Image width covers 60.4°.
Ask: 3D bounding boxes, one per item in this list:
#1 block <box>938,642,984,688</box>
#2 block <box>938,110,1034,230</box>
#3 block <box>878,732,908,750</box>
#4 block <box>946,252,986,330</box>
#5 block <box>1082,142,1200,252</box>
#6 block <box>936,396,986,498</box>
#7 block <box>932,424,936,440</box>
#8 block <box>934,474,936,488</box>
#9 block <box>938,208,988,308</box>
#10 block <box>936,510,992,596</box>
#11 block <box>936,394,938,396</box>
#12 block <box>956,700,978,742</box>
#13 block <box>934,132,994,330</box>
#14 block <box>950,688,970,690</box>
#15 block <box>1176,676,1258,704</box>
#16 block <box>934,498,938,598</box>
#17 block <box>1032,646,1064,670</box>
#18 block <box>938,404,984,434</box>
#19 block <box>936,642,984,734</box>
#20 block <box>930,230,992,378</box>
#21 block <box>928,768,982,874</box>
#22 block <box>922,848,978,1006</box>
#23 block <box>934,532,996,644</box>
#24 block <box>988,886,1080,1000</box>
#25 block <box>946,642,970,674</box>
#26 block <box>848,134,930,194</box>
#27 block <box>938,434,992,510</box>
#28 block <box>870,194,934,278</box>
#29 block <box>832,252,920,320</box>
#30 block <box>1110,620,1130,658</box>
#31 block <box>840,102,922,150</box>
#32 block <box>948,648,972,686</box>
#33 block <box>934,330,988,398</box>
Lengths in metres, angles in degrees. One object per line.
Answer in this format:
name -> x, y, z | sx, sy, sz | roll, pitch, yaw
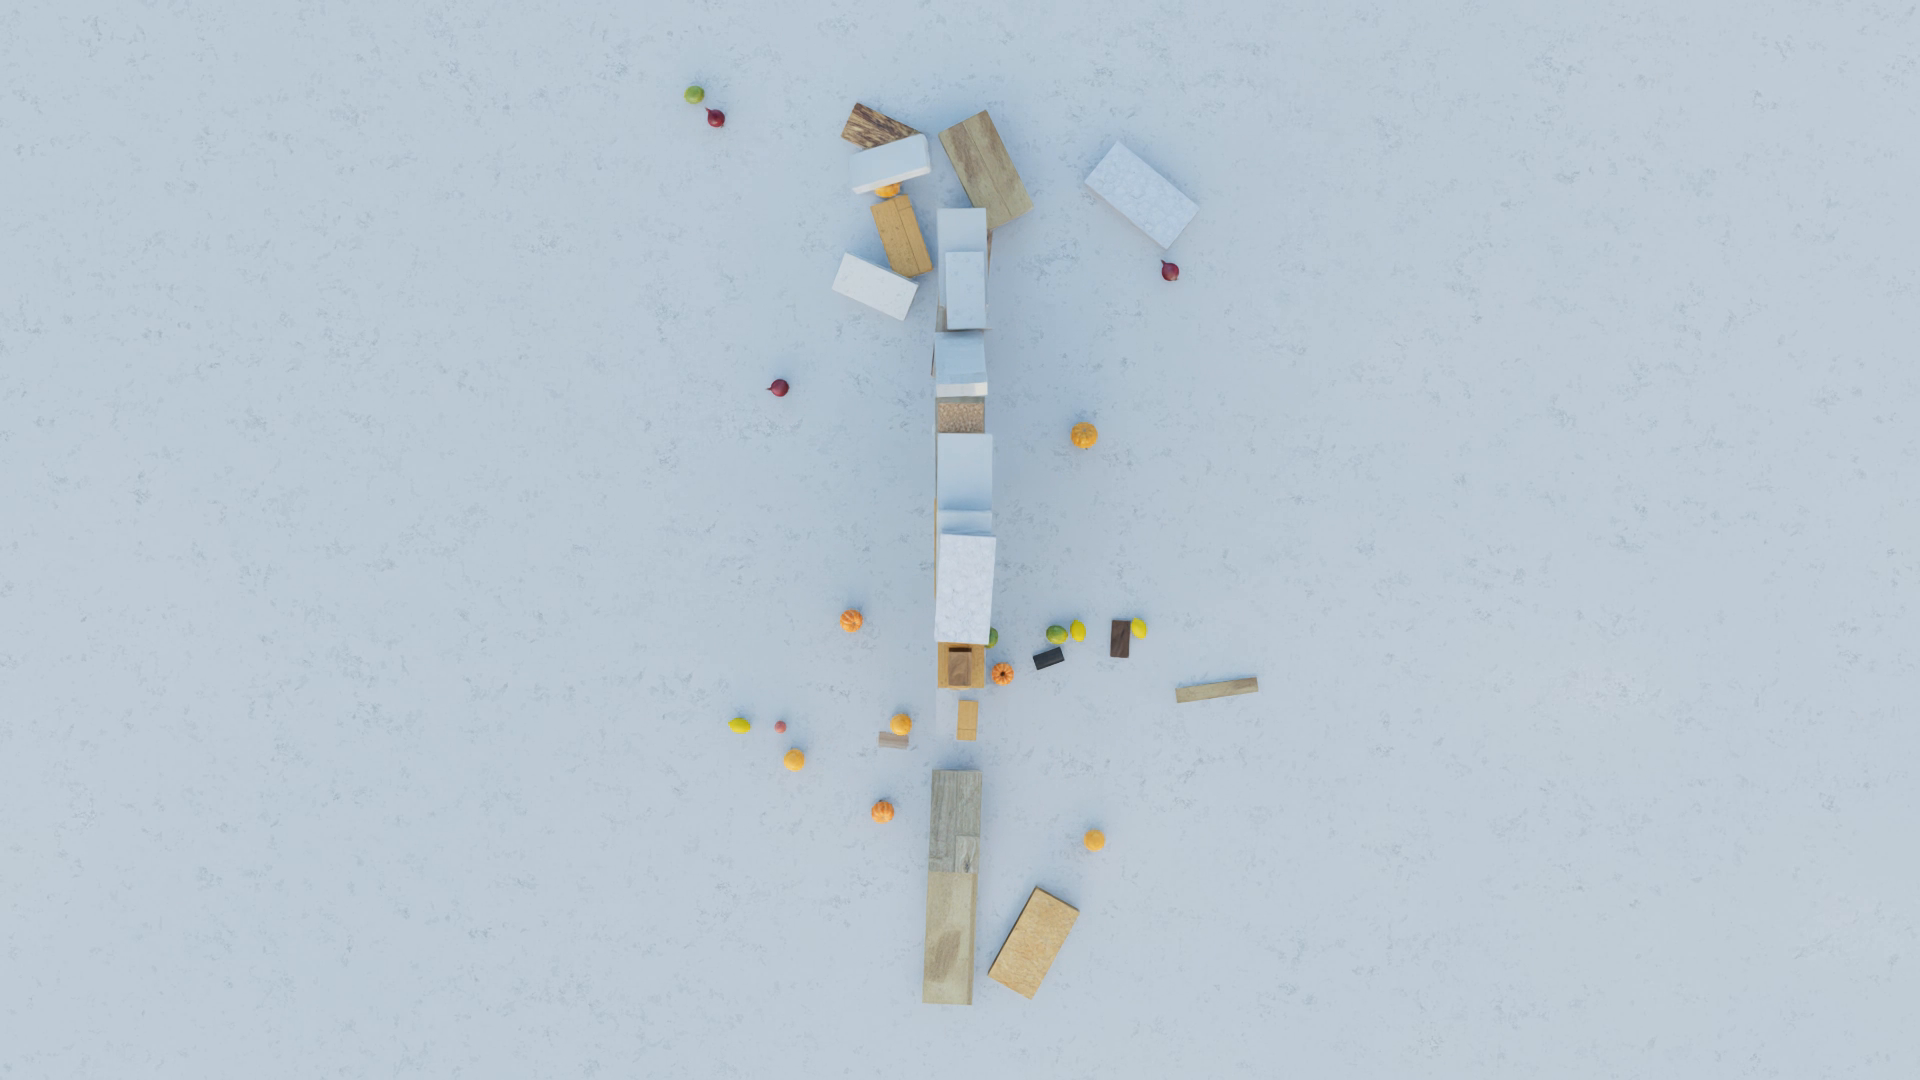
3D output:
block -> 0.003, 0.298, 4.873 | 0.138, 0.039, 0.276 | 0, 90, 0
block -> 0.085, -1.212, 5.425 | 0.177, 0.050, 0.354 | -26, 90, 0
block -> -0.222, 0.669, 5.493 | 0.098, 0.014, 0.049 | 6, 90, 0
block -> 0.018, -0.805, 5.332 | 0.123, 0.035, 0.247 | -2, 89, 0
block -> 0.603, -1.140, 5.475 | 0.354, 0.050, 0.177 | 39, 90, 0
block -> 0.000, -0.291, 5.165 | 0.156, 0.044, 0.311 | 0, 91, 0
block -> -0.007, -0.346, 5.343 | 0.156, 0.311, 0.044 | 3, 94, 0
block -> -0.001, -0.187, 5.344 | 0.156, 0.311, 0.044 | 0, 90, 0
block -> 0.010, -0.919, 5.374 | 0.157, 0.044, 0.314 | -2, 89, 0
block -> 0.010, 0.069, 4.493 | 0.148, 0.042, 0.297 | 1, 102, 0
block -> -0.029, -0.508, 5.427 | 0.077, 0.022, 0.155 | 10, 60, 3
block -> 0.023, 0.565, 5.160 | 0.062, 0.017, 0.123 | 4, 90, 0
block -> 0.013, -1.025, 5.475 | 0.177, 0.050, 0.653 | -2, 90, 0
block -> -0.003, 0.440, 5.109 | 0.062, 0.123, 0.017 | 0, 68, 0
block -> 0.855, 0.500, 5.493 | 0.273, 0.014, 0.049 | -8, 90, 0
block -> -0.002, 0.025, 5.168 | 0.155, 0.044, 0.310 | 0, 90, 0
block -> 0.295, 0.395, 5.493 | 0.098, 0.014, 0.049 | -20, 90, 0
block -> 0.001, -0.253, 4.564 | 0.123, 0.035, 0.247 | 1, 89, 0
block -> -0.001, 0.463, 5.190 | 0.145, 0.041, 0.290 | -1, 90, 0
block -> 0.006, -0.774, 5.415 | 0.157, 0.044, 0.493 | 5, 87, 0
block -> -0.015, 0.925, 5.430 | 0.166, 0.047, 0.331 | 2, 90, 0
block -> -0.028, 1.206, 5.477 | 0.166, 0.047, 0.658 | 2, 90, 0
block -> 0.013, 0.130, 4.462 | 0.148, 0.042, 0.297 | 4, 102, -1
block -> 0.244, 1.337, 5.477 | 0.166, 0.047, 0.331 | 29, 90, 0
block -> -0.005, 0.337, 4.804 | 0.067, 0.019, 0.133 | 0, 130, 0
block -> -0.231, -1.235, 5.414 | 0.262, 0.037, 0.131 | -13, 67, 15
block -> 0.013, -0.142, 4.524 | 0.148, 0.042, 0.297 | 1, 89, 0
block -> -0.193, -1.002, 5.481 | 0.131, 0.037, 0.262 | -19, 90, 0
block -> -0.279, -0.841, 5.459 | 0.262, 0.037, 0.131 | 24, 111, 0
block -> 0.533, 0.329, 5.491 | 0.062, 0.017, 0.123 | 3, 90, 0
block -> -0.258, -1.344, 5.483 | 0.247, 0.035, 0.123 | 25, 90, 0
block -> 0.000, 0.370, 4.805 | 0.067, 0.019, 0.133 | 1, 129, 0
block -> 0.001, -0.563, 5.249 | 0.157, 0.314, 0.044 | -3, 128, 0
